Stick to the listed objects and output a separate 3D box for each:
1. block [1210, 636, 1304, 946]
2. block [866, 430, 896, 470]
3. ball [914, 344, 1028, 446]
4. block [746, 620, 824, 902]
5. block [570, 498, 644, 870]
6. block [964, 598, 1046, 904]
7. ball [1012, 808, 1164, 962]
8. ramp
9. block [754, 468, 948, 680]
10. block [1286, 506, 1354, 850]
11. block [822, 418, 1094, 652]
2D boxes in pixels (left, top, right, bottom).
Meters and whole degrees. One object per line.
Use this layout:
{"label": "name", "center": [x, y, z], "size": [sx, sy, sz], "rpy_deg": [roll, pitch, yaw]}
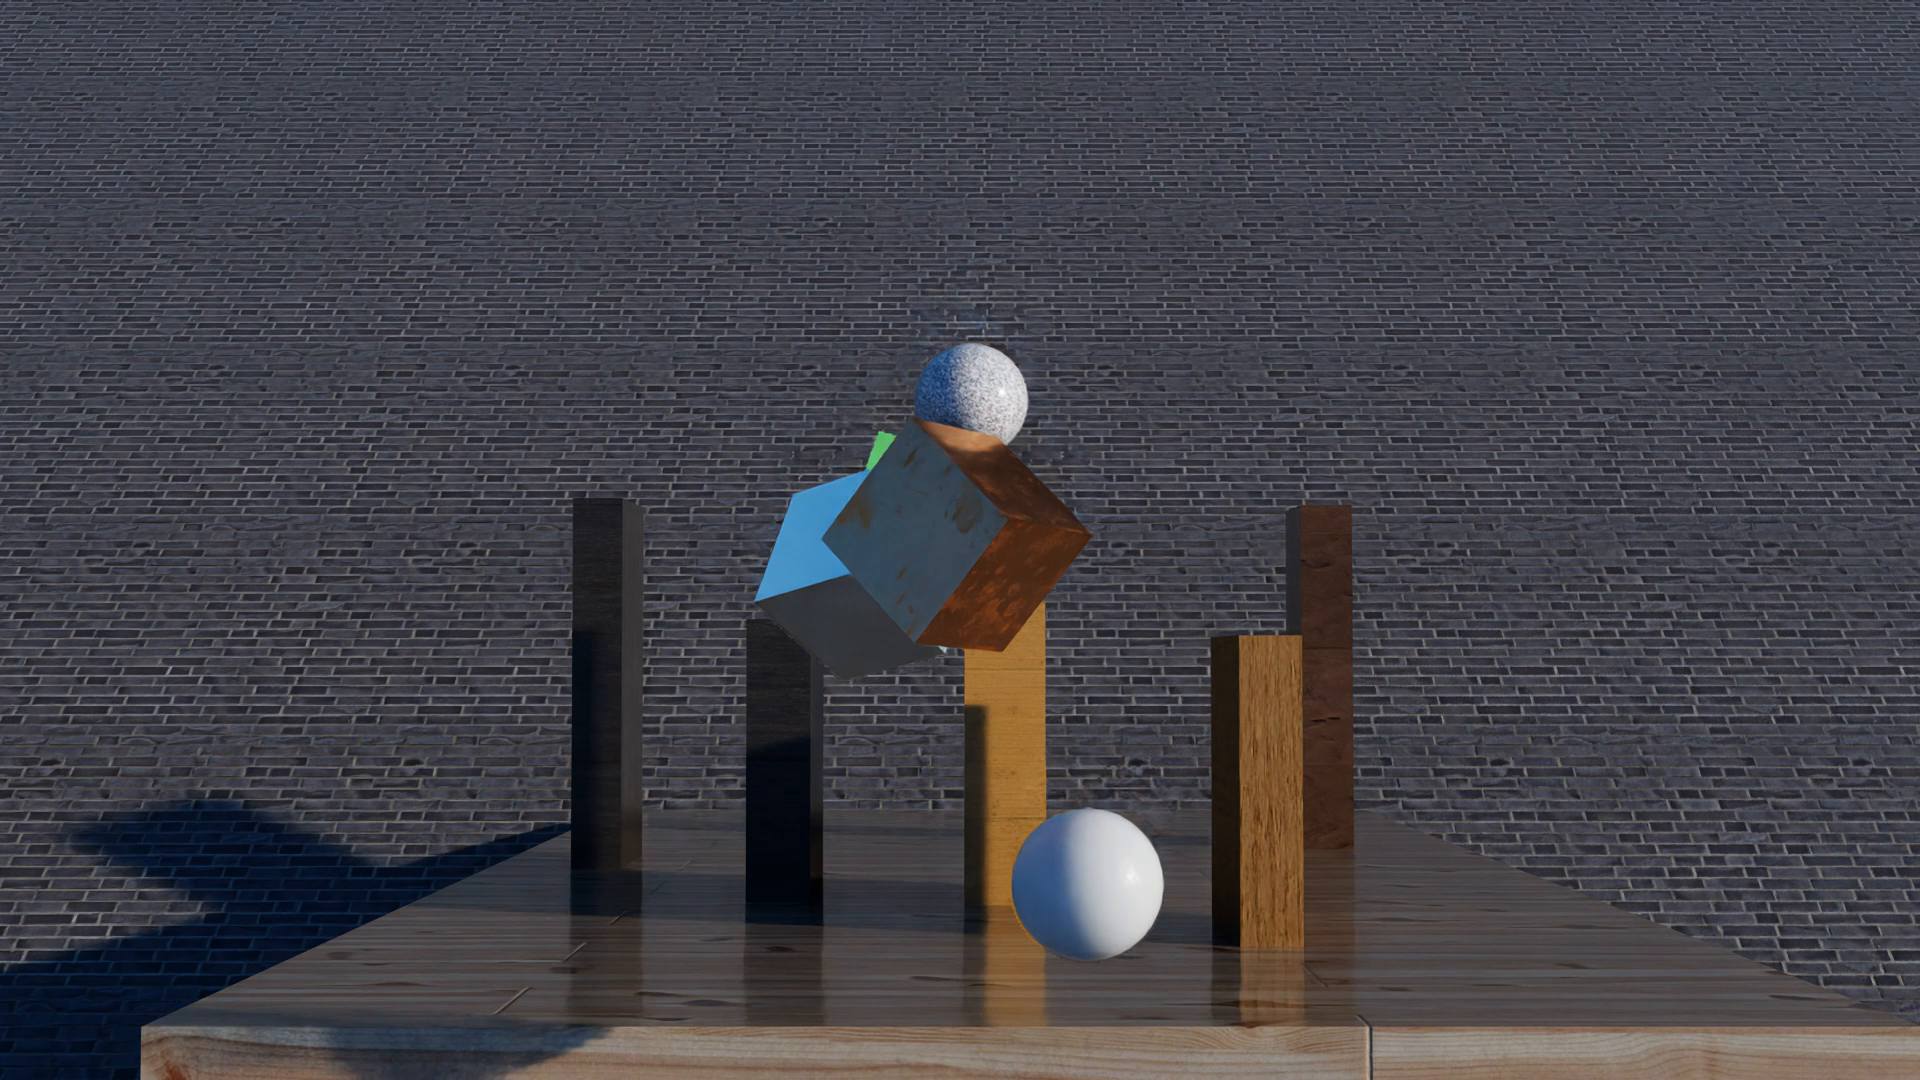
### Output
{"label": "block", "center": [0.446, 0.368, 3.931], "size": [0.091, 0.444, 0.418], "rpy_deg": [0, -2, 0]}
{"label": "block", "center": [-0.069, -0.034, 3.343], "size": [0.131, 0.131, 0.131], "rpy_deg": [17, 54, 0]}
{"label": "ball", "center": [0.012, -0.152, 2.832], "size": [0.125, 0.125, 0.125], "rpy_deg": [0, 37, 0]}
{"label": "block", "center": [-0.306, 0.380, 4.584], "size": [0.108, 0.475, 0.417], "rpy_deg": [0, -2, 0]}
{"label": "block", "center": [-0.706, 0.285, 5.226], "size": [0.096, 0.720, 0.339], "rpy_deg": [0, -2, 0]}
{"label": "block", "center": [0.075, 0.277, 4.511], "size": [0.135, 0.675, 0.334], "rpy_deg": [0, -2, 0]}
{"label": "ball", "center": [0.129, 0.349, 2.635], "size": [0.154, 0.154, 0.154], "rpy_deg": [0, 37, 0]}
{"label": "ramp", "center": [0.081, 0.682, 4.916], "size": [2.000, 0.100, 4.000], "rpy_deg": [0, -2, 0]}
{"label": "block", "center": [-0.113, 0.040, 3.200], "size": [0.171, 0.171, 0.171], "rpy_deg": [-17, 43, 38]}
{"label": "block", "center": [0.786, 0.298, 5.697], "size": [0.109, 0.735, 0.263], "rpy_deg": [0, -2, 0]}
{"label": "block", "center": [-0.003, -0.003, 2.681], "size": [0.162, 0.162, 0.162], "rpy_deg": [47, 20, 28]}
